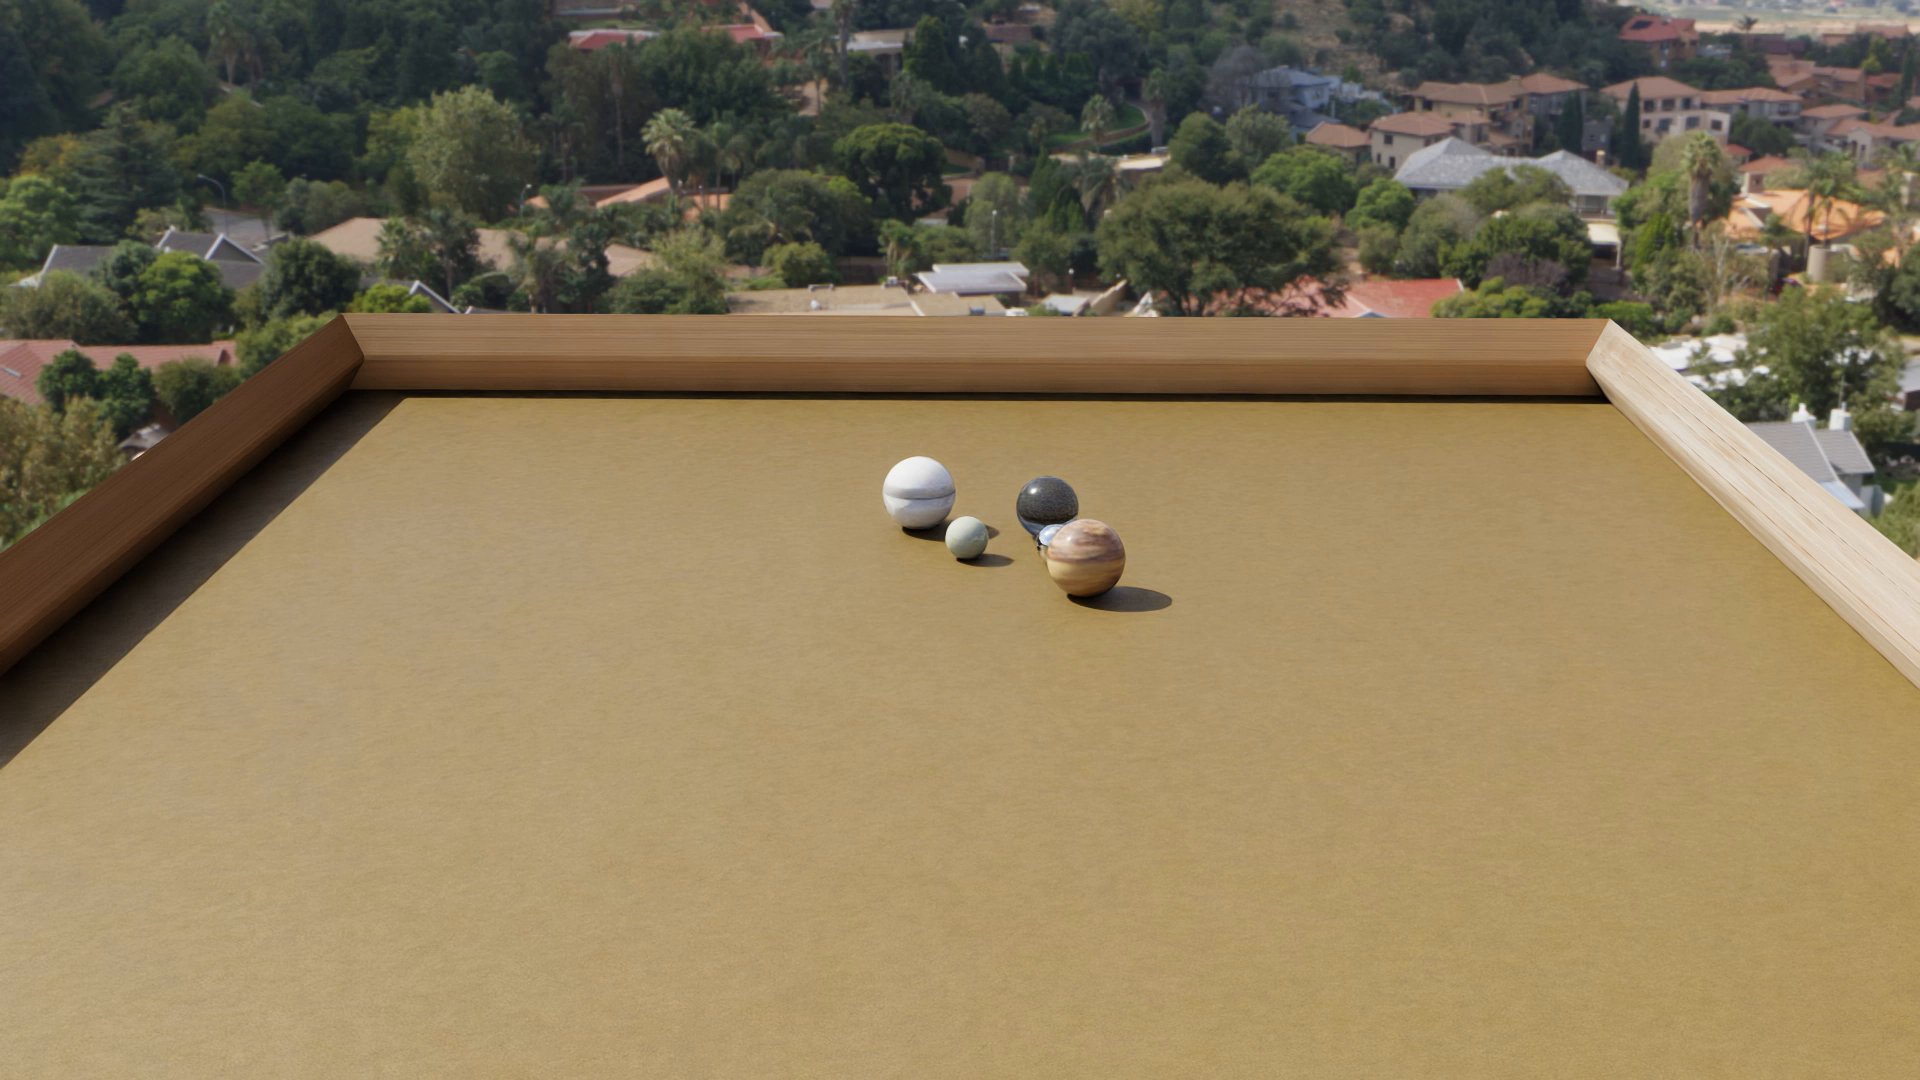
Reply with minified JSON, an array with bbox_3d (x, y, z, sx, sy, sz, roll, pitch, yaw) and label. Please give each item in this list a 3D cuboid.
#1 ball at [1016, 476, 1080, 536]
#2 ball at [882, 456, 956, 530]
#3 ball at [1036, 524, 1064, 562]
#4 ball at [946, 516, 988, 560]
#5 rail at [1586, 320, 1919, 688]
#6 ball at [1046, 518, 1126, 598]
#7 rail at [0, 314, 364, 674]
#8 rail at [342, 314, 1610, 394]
[{"bbox_3d":[0.111,-0.041,2.798,0.081,0.081,0.081,0,18,0],"label":"ball"},{"bbox_3d":[-0.053,-0.060,2.833,0.095,0.095,0.095,0,18,0],"label":"ball"},{"bbox_3d":[0.118,0.005,2.701,0.051,0.051,0.051,0,18,0],"label":"ball"},{"bbox_3d":[0.009,-0.003,2.720,0.054,0.054,0.054,0,18,0],"label":"ball"},{"bbox_3d":[0.973,0.258,1.781,0.045,0.123,3.645,0,18,1],"label":"rail"},{"bbox_3d":[0.148,0.021,2.580,0.093,0.093,0.093,0,18,0],"label":"ball"},{"bbox_3d":[-1.012,0.245,1.821,0.045,0.123,3.645,0,18,1],"label":"rail"},{"bbox_3d":[0.019,-0.292,3.516,2.033,0.123,0.045,0,18,1],"label":"rail"}]
